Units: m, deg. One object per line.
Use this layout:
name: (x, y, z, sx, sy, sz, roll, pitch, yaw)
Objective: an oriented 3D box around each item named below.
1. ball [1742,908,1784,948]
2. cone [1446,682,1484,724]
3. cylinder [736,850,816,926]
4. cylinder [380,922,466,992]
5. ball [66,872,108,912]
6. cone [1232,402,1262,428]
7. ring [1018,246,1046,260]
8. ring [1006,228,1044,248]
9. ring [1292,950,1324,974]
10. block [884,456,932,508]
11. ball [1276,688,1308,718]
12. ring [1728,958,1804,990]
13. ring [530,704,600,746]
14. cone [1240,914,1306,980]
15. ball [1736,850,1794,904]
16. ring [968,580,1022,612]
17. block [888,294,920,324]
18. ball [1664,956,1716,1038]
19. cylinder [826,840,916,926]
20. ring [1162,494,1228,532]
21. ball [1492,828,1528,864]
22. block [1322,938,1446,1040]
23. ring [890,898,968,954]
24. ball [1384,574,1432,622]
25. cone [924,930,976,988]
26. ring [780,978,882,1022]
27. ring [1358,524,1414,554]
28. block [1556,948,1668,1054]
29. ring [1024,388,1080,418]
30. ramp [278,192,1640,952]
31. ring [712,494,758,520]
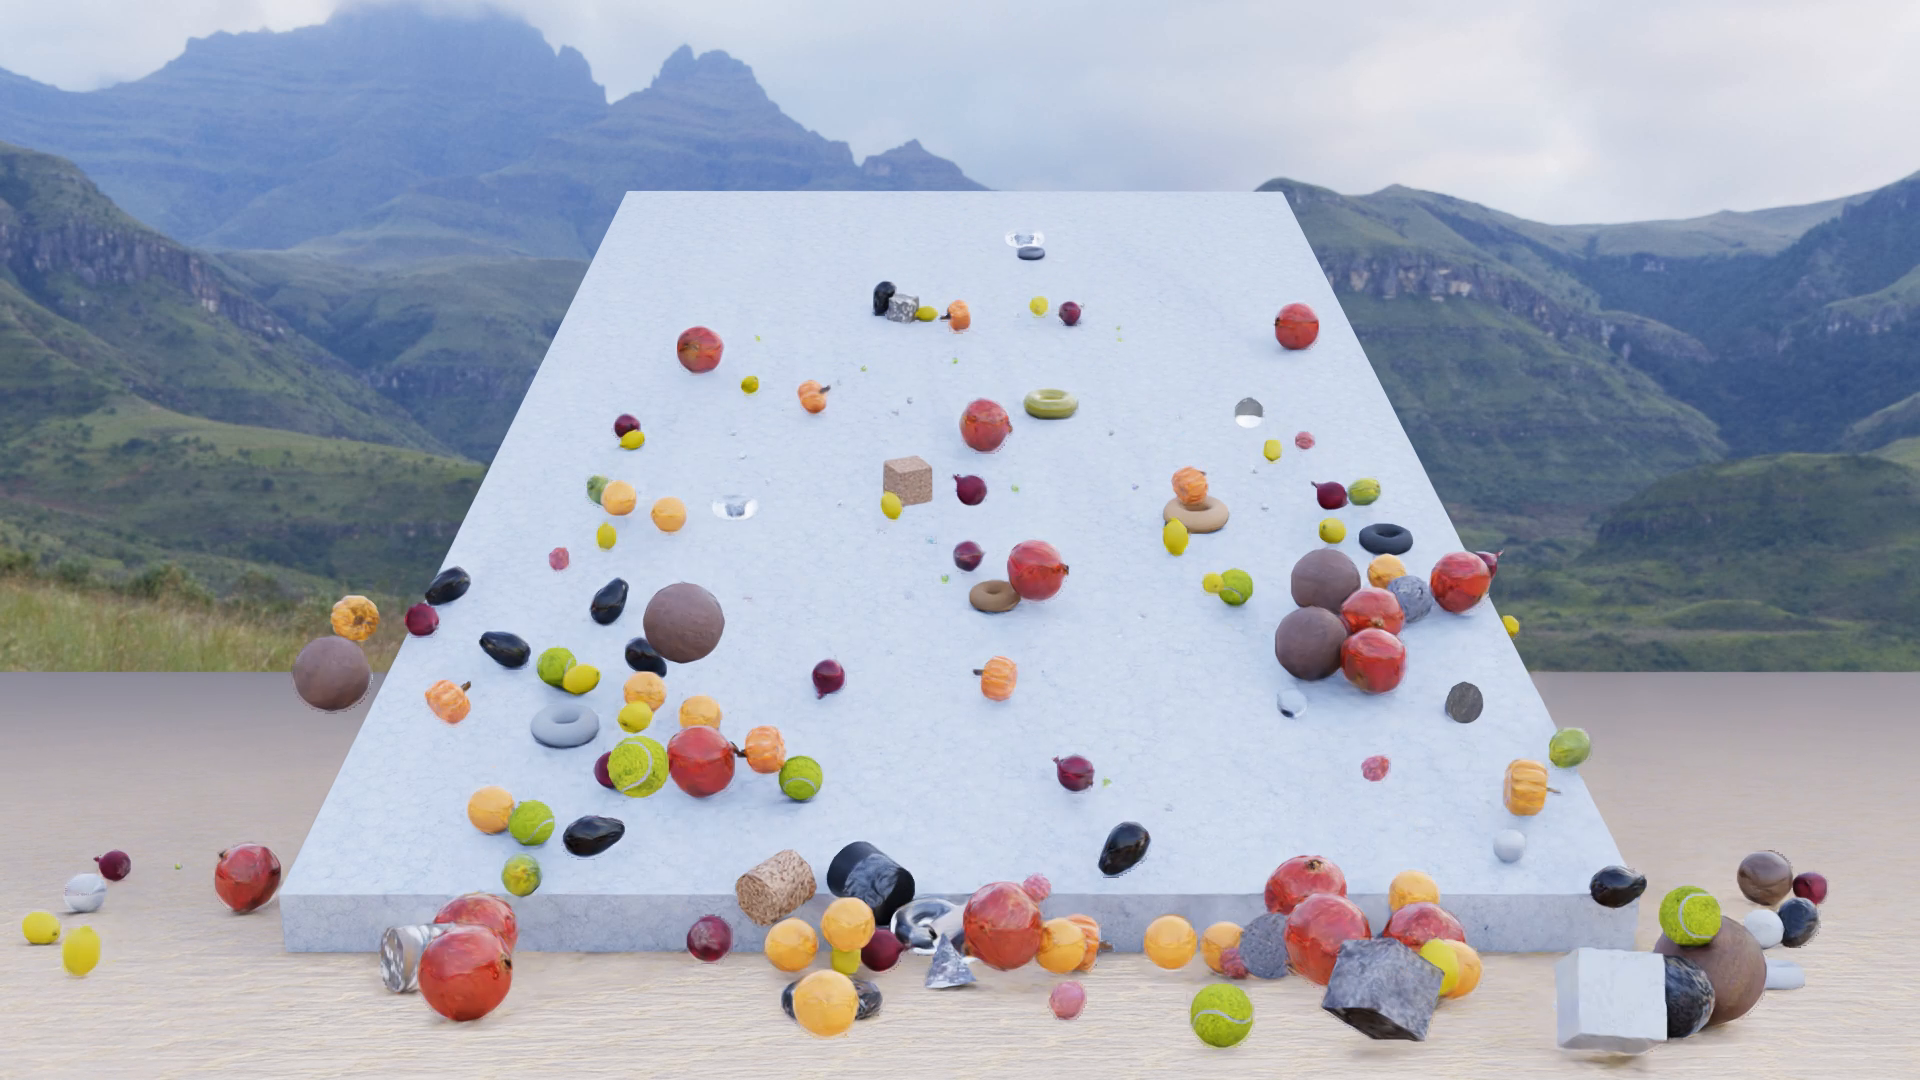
ball: (1.206, 0.584, 3.479, 0.059, 0.059, 0.059, 0, -3, 0)
cone: (0.840, 0.277, 3.930, 0.069, 0.069, 0.069, 1, -4, -16)
cylinder: (-0.265, 0.501, 3.337, 0.082, 0.082, 0.082, -3, 18, 44)
cylinder: (-0.704, 0.546, 3.034, 0.084, 0.084, 0.084, 2, -4, -35)
ball: (-1.506, 0.608, 3.995, 0.067, 0.067, 0.067, 0, -3, 0)
cone: (0.651, -0.283, 5.227, 0.067, 0.067, 0.067, -1, 13, 15)
ring: (0.199, -0.794, 6.416, 0.077, 0.026, 0.077, 1, 23, 0)
ring: (0.183, -0.851, 6.532, 0.111, 0.037, 0.111, -1, 24, 0)
ring: (0.469, 0.587, 3.228, 0.078, 0.026, 0.078, 1, -3, 0)
block: (-0.107, -0.122, 4.791, 0.076, 0.076, 0.076, -11, 26, -24)
ball: (0.559, 0.275, 3.905, 0.053, 0.053, 0.053, 0, -3, 0)
ring: (1.069, 0.576, 3.073, 0.094, 0.031, 0.094, 2, 0, 0)
ring: (-0.656, 0.307, 3.844, 0.115, 0.038, 0.115, 1, 22, 0)
cone: (0.414, 0.541, 3.158, 0.092, 0.092, 0.092, 0, 7, -7)
ball: (1.431, 0.601, 4.119, 0.095, 0.095, 0.095, 0, -3, 0)
ring: (0.065, 0.105, 4.323, 0.098, 0.033, 0.098, -1, 23, 1)
block: (-0.143, -0.589, 5.898, 0.058, 0.058, 0.058, 12, 26, 25)
ball: (0.814, 0.522, 2.648, 0.093, 0.093, 0.093, 0, -3, 0)
cylinder: (-0.129, 0.495, 3.343, 0.091, 0.091, 0.091, 3, 17, -41)
ring: (0.475, -0.053, 4.675, 0.134, 0.045, 0.134, -1, 24, 0)
ball: (0.826, 0.460, 3.480, 0.051, 0.051, 0.051, 0, -3, 0)
block: (0.466, 0.495, 2.553, 0.082, 0.082, 0.082, 34, -26, -24)
ring: (-0.044, 0.549, 3.298, 0.112, 0.037, 0.112, -1, 24, 0)
ball: (0.822, 0.108, 4.248, 0.088, 0.088, 0.088, 0, -3, 0)
cone: (-0.018, 0.550, 3.056, 0.071, 0.071, 0.071, -8, -7, -1)
ring: (-0.156, 0.558, 2.809, 0.123, 0.041, 0.123, 0, -4, 0)
ring: (0.840, -0.002, 4.569, 0.108, 0.036, 0.108, 1, 22, 0)
block: (0.701, 0.497, 2.498, 0.092, 0.092, 0.092, 4, -22, 0)
ring: (0.208, -0.310, 5.274, 0.128, 0.043, 0.128, 1, 23, 0)
ramp: (-0.008, -0.226, 5.257, 2.000, 0.100, 4.000, 0, 23, 0)
ring: (-0.457, -0.067, 4.721, 0.093, 0.031, 0.093, 0, 25, 0)
